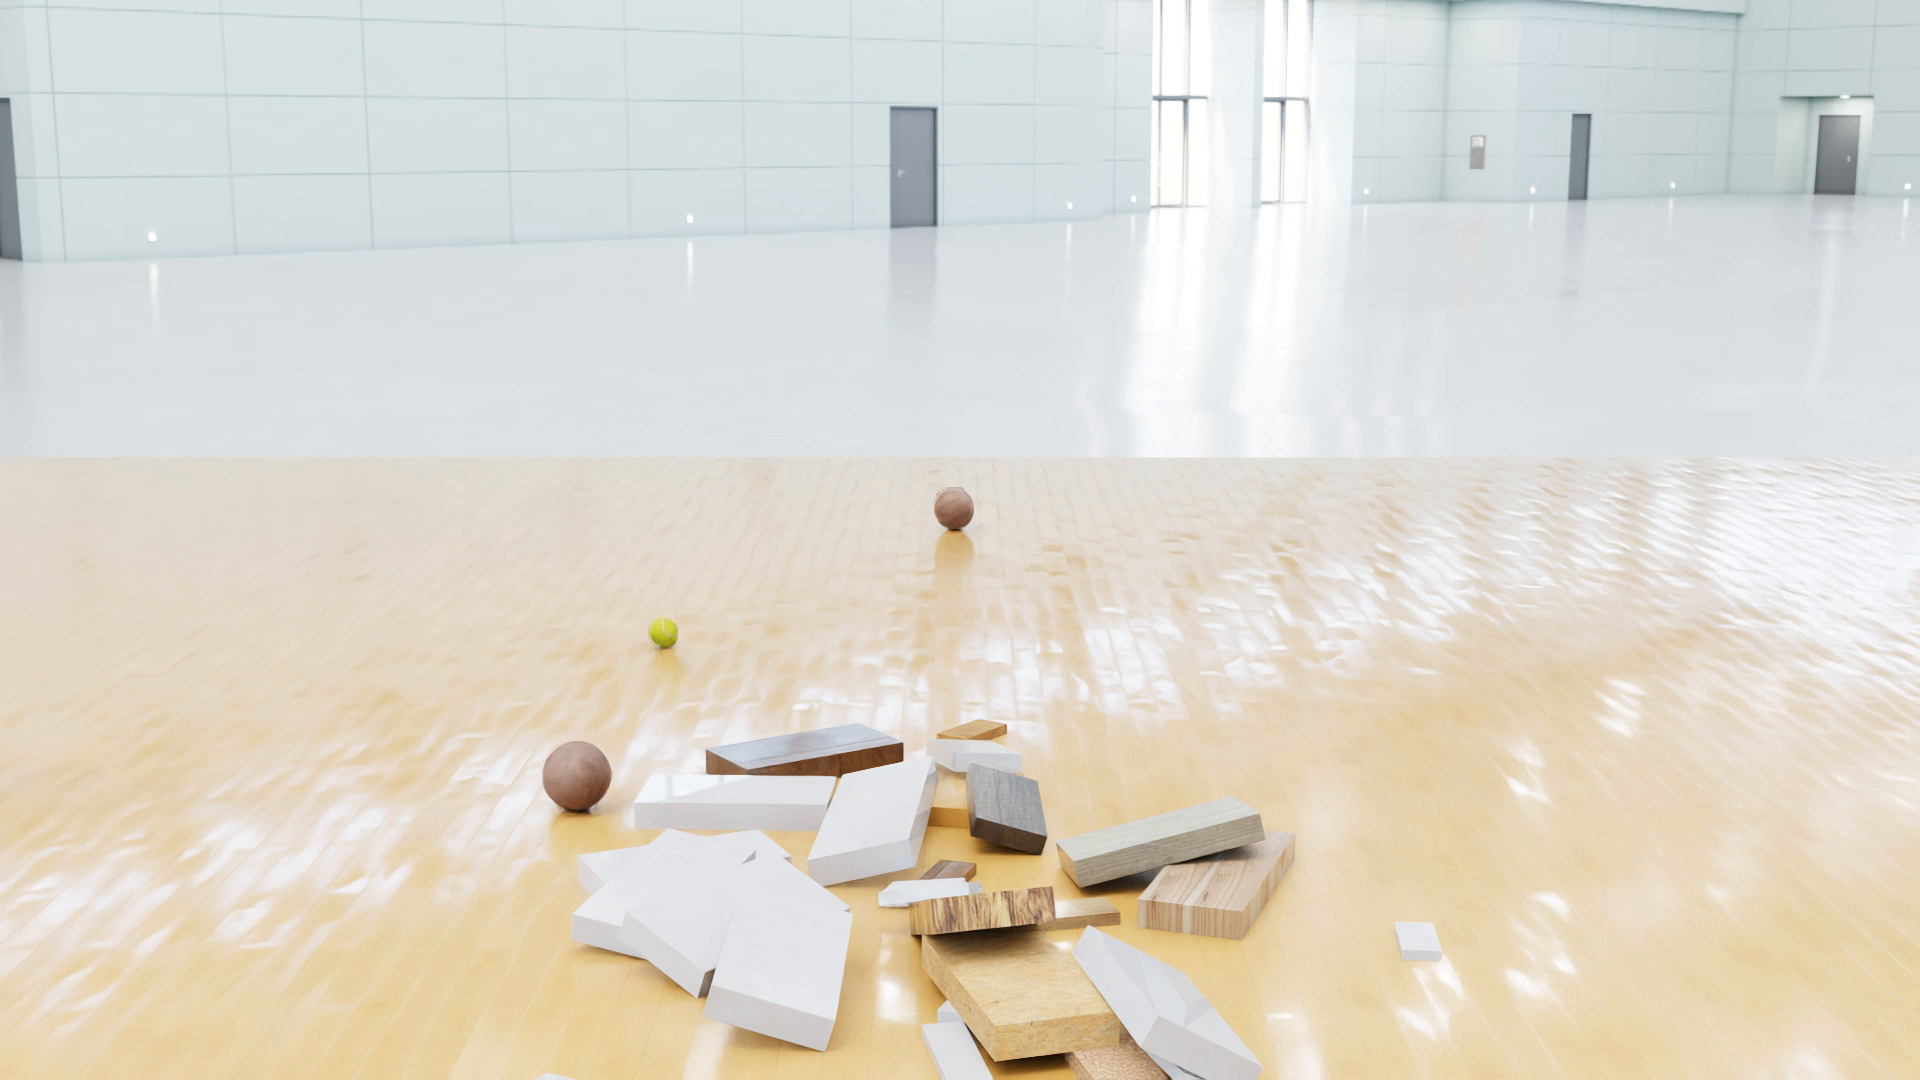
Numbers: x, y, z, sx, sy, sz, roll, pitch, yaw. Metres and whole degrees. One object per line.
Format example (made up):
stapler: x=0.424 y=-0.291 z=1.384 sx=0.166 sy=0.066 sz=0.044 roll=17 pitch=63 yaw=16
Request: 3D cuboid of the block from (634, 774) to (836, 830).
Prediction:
block: x=-0.413 y=0.487 z=4.087 sx=0.353 sy=0.050 sz=0.176 roll=0 pitch=11 yaw=2

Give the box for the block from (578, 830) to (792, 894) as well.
block: x=-0.466 y=0.556 z=3.724 sx=0.325 sy=0.046 sz=0.162 roll=-5 pitch=12 yaw=-25

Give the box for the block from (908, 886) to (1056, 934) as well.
block: x=0.028 y=0.561 z=3.324 sx=0.177 sy=0.050 sz=0.355 roll=-5 pitch=-10 yaw=-8

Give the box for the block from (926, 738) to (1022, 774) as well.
block: x=0.026 y=0.423 z=4.317 sx=0.131 sy=0.037 sz=0.261 roll=3 pitch=0 yaw=-13

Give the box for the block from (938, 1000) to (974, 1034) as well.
block: x=0.046 y=0.666 z=3.188 sx=0.095 sy=0.027 sz=0.190 roll=4 pitch=11 yaw=20

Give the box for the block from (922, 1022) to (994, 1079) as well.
block: x=0.009 y=0.718 z=2.933 sx=0.061 sy=0.017 sz=0.338 roll=-2 pitch=11 yaw=-11

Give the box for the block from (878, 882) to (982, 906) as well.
block: x=-0.046 y=0.558 z=3.474 sx=0.148 sy=0.021 sz=0.074 roll=-9 pitch=-10 yaw=16

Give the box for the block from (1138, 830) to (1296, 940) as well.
block: x=0.434 y=0.565 z=3.672 sx=0.169 sy=0.048 sz=0.418 roll=4 pitch=11 yaw=20

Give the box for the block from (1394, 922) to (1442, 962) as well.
block: x=0.714 y=0.626 z=3.430 sx=0.061 sy=0.017 sz=0.121 roll=1 pitch=11 yaw=6

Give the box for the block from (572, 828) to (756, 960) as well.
block: x=-0.469 y=0.565 z=3.519 sx=0.162 sy=0.046 sz=0.325 roll=11 pitch=20 yaw=17

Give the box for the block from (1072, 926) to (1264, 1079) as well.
block: x=0.280 y=0.644 z=3.030 sx=0.169 sy=0.048 sz=0.338 roll=29 pitch=3 yaw=-16

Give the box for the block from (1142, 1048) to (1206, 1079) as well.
block: x=0.295 y=0.704 z=2.935 sx=0.061 sy=0.017 sz=0.121 roll=26 pitch=1 yaw=-21

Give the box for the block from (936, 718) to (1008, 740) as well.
block: x=0.026 y=0.405 z=4.606 sx=0.074 sy=0.021 sz=0.149 roll=8 pitch=13 yaw=36

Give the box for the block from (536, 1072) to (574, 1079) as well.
block: x=-0.549 y=0.737 z=2.806 sx=0.095 sy=0.027 sz=0.190 roll=6 pitch=12 yaw=28

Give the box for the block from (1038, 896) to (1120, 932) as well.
block: x=0.176 y=0.603 z=3.540 sx=0.149 sy=0.021 sz=0.074 roll=-3 pitch=11 yaw=-14

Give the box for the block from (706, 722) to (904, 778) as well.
block: x=-0.308 y=0.433 z=4.378 sx=0.353 sy=0.050 sz=0.176 roll=-7 pitch=13 yaw=-33

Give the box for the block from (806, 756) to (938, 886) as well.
block: x=-0.148 y=0.496 z=3.928 sx=0.176 sy=0.050 sz=0.501 roll=-13 pitch=9 yaw=6

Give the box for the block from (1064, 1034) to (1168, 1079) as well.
block: x=0.213 y=0.713 z=2.933 sx=0.095 sy=0.027 sz=0.190 roll=-3 pitch=11 yaw=-14

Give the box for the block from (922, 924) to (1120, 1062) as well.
block: x=0.080 y=0.637 z=3.130 sx=0.177 sy=0.050 sz=0.355 roll=-3 pitch=11 yaw=-17

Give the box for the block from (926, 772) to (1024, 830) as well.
block: x=0.028 y=0.485 z=4.134 sx=0.131 sy=0.037 sz=0.261 roll=3 pitch=11 yaw=14

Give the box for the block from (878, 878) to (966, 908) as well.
block: x=-0.062 y=0.578 z=3.604 sx=0.131 sy=0.019 sz=0.066 roll=-7 pitch=12 yaw=24

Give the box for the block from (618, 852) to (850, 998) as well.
block: x=-0.343 y=0.588 z=3.390 sx=0.169 sy=0.048 sz=0.338 roll=31 pitch=25 yaw=28

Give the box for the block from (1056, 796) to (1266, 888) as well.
block: x=0.338 y=0.511 z=3.742 sx=0.325 sy=0.046 sz=0.162 roll=-13 pitch=6 yaw=-7

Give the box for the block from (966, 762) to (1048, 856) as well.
block: x=0.081 y=0.484 z=3.976 sx=0.130 sy=0.037 sz=0.261 roll=16 pitch=14 yaw=-6

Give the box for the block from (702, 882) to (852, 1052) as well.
block: x=-0.260 y=0.614 z=3.198 sx=0.177 sy=0.050 sz=0.355 roll=17 pitch=14 yaw=-3

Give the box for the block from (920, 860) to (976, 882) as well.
block: x=-0.024 y=0.572 z=3.715 sx=0.066 sy=0.019 sz=0.131 roll=3 pitch=11 yaw=18
